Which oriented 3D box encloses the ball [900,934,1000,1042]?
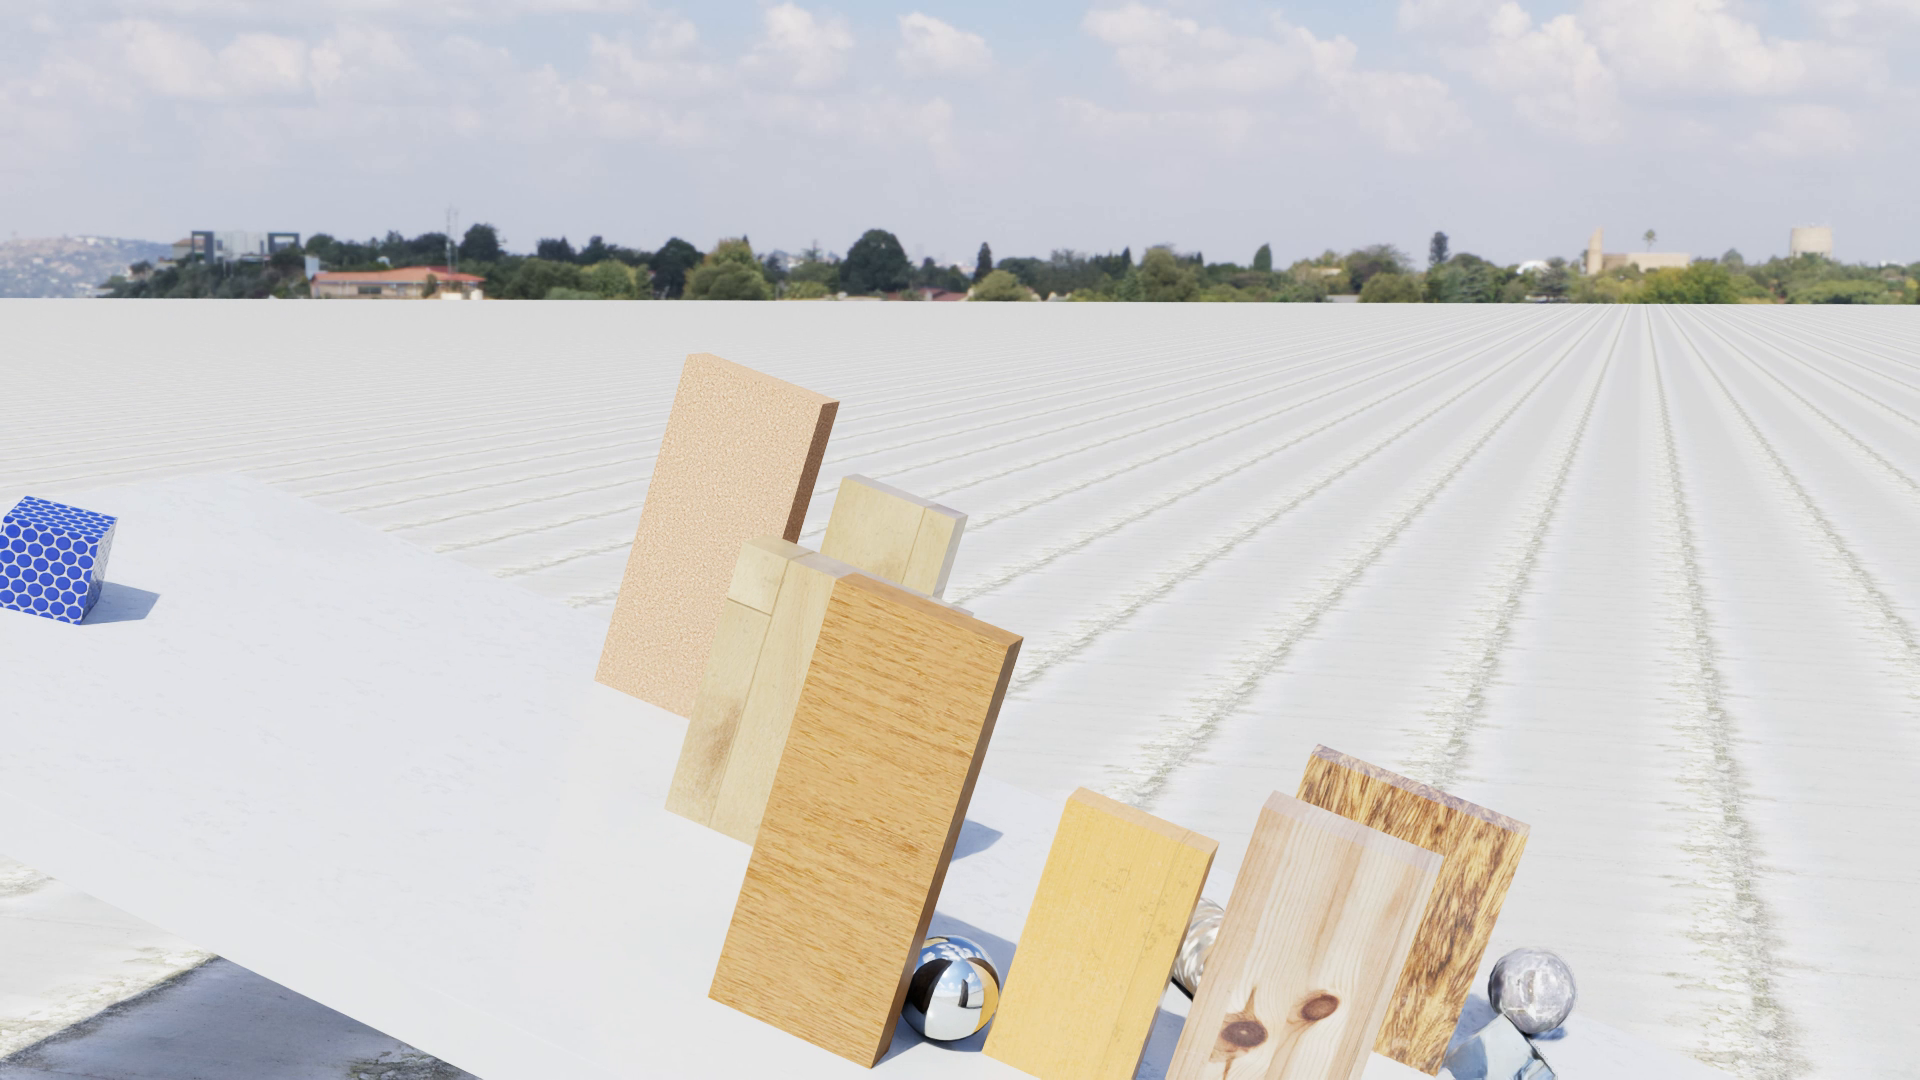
[{"bbox_3d":[-0.021,0.748,3.671,0.176,0.176,0.176,0,7,0],"label":"ball"}]

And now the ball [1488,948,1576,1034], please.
[{"bbox_3d":[1.188,0.936,4.573,0.176,0.176,0.176,0,7,0],"label":"ball"}]

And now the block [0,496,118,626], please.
[{"bbox_3d":[-1.788,0.039,4.333,0.178,0.178,0.178,15,12,-13],"label":"block"}]

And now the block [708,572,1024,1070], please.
[{"bbox_3d":[-0.155,0.446,3.497,0.294,0.729,0.088,21,12,14],"label":"block"}]

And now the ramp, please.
[{"bbox_3d":[-0.355,0.668,4.224,4.000,0.100,2.000,21,12,14],"label":"ramp"}]

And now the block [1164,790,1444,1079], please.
[{"bbox_3d":[0.428,0.732,3.062,0.246,0.720,0.102,21,12,14],"label":"block"}]

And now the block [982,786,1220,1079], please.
[{"bbox_3d":[0.231,0.677,3.640,0.248,0.471,0.084,21,12,14],"label":"block"}]

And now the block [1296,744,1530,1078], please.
[{"bbox_3d":[0.802,0.710,4.237,0.427,0.504,0.100,21,12,14],"label":"block"}]

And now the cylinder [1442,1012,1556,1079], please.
[{"bbox_3d":[0.990,0.973,4.044,0.147,0.147,0.147,-38,8,1],"label":"cylinder"}]

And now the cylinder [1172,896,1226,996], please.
[{"bbox_3d":[0.480,0.794,4.224,0.162,0.162,0.162,-3,20,-27],"label":"cylinder"}]

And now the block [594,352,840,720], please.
[{"bbox_3d":[-0.540,0.006,4.854,0.328,0.768,0.109,21,12,14],"label":"block"}]

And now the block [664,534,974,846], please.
[{"bbox_3d":[-0.276,0.333,4.255,0.441,0.560,0.135,21,12,14],"label":"block"}]

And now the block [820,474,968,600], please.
[{"bbox_3d":[-0.209,0.183,4.937,0.277,0.601,0.093,21,12,14],"label":"block"}]
